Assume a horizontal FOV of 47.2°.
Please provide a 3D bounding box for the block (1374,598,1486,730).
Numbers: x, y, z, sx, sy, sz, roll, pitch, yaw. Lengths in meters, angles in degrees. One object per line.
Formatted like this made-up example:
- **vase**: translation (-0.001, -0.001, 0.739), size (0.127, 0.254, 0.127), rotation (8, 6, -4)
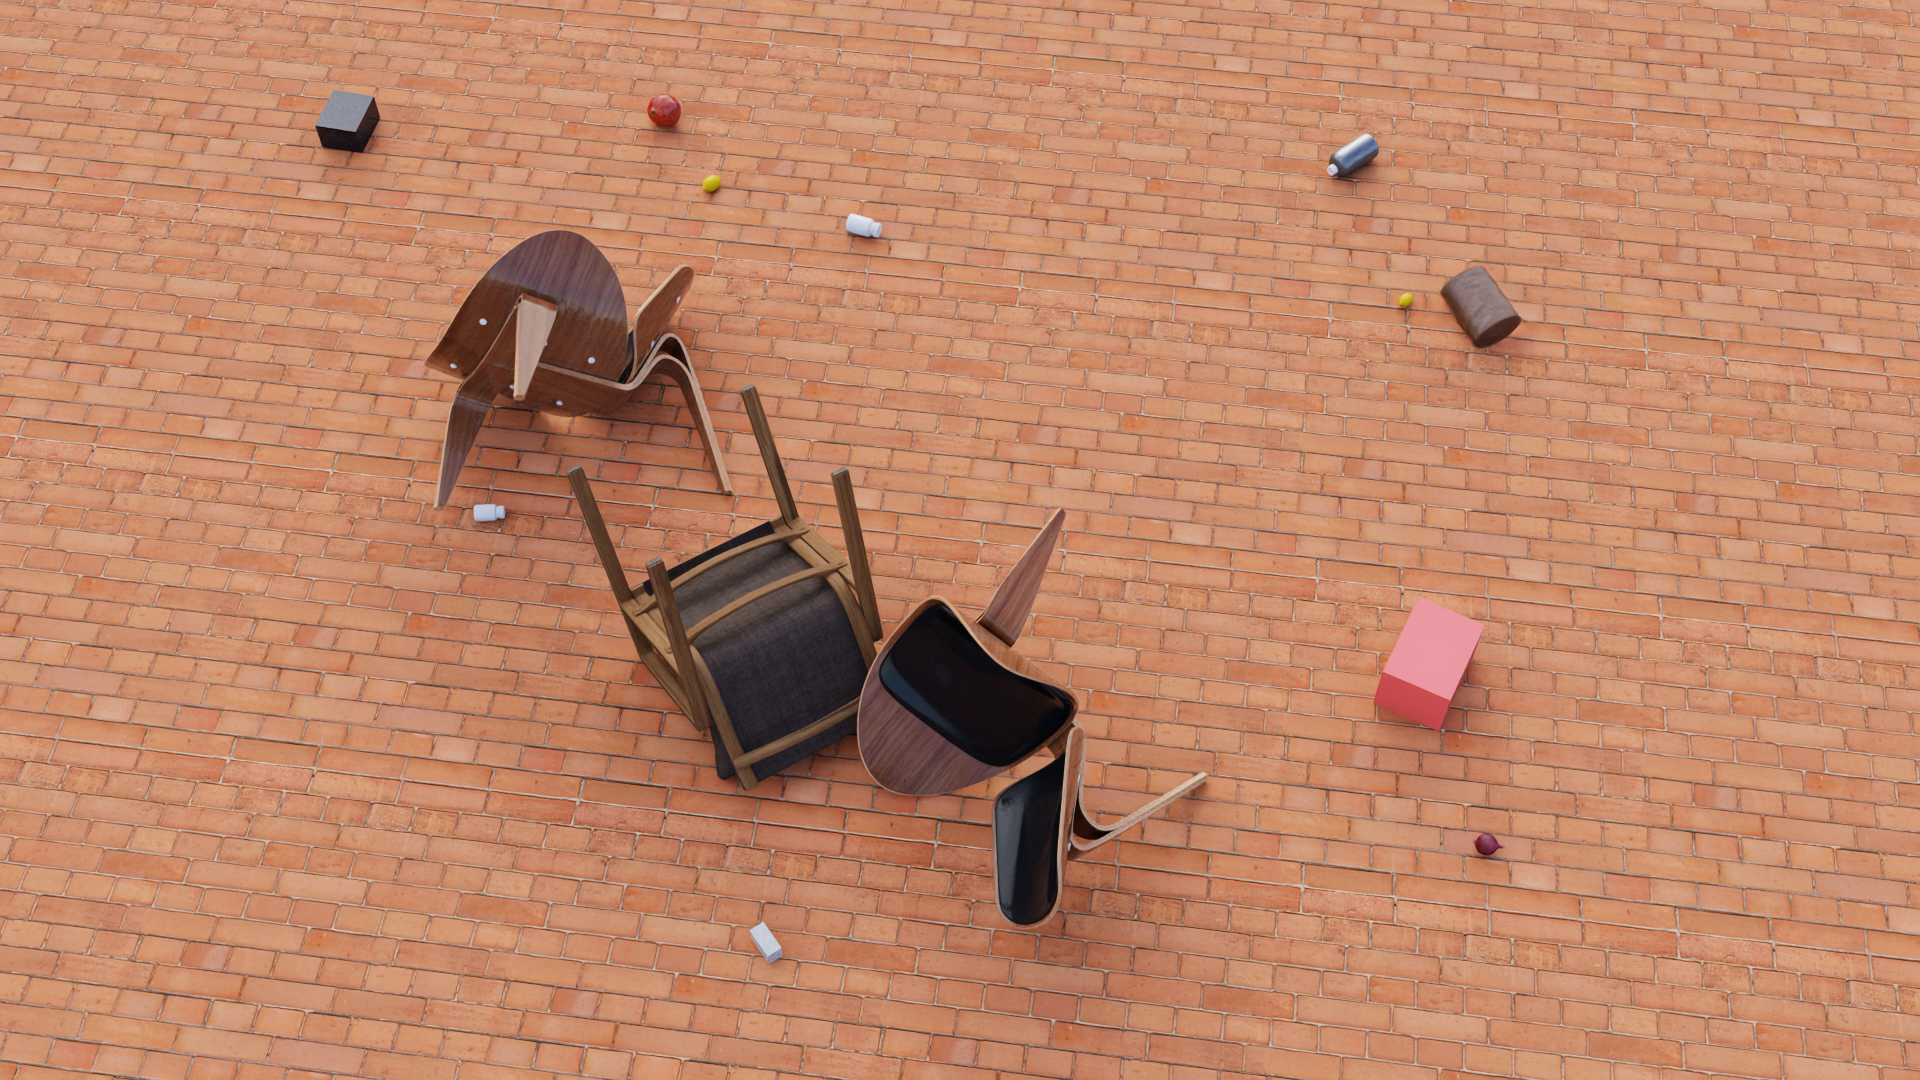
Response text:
- **block**: translation (1.328, 0.352, 6.232), size (0.199, 0.176, 0.276), rotation (24, 59, 15)

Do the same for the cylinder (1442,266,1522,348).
- **cylinder**: translation (1.658, -0.744, 7.000), size (0.163, 0.112, 0.225), rotation (-31, 59, 8)

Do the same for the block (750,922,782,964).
- **block**: translation (-0.514, 1.068, 5.827), size (0.043, 0.051, 0.090), rotation (-30, 61, -19)

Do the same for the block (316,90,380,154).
- **block**: translation (-2.078, -1.421, 7.466), size (0.144, 0.102, 0.172), rotation (10, 57, 7)
